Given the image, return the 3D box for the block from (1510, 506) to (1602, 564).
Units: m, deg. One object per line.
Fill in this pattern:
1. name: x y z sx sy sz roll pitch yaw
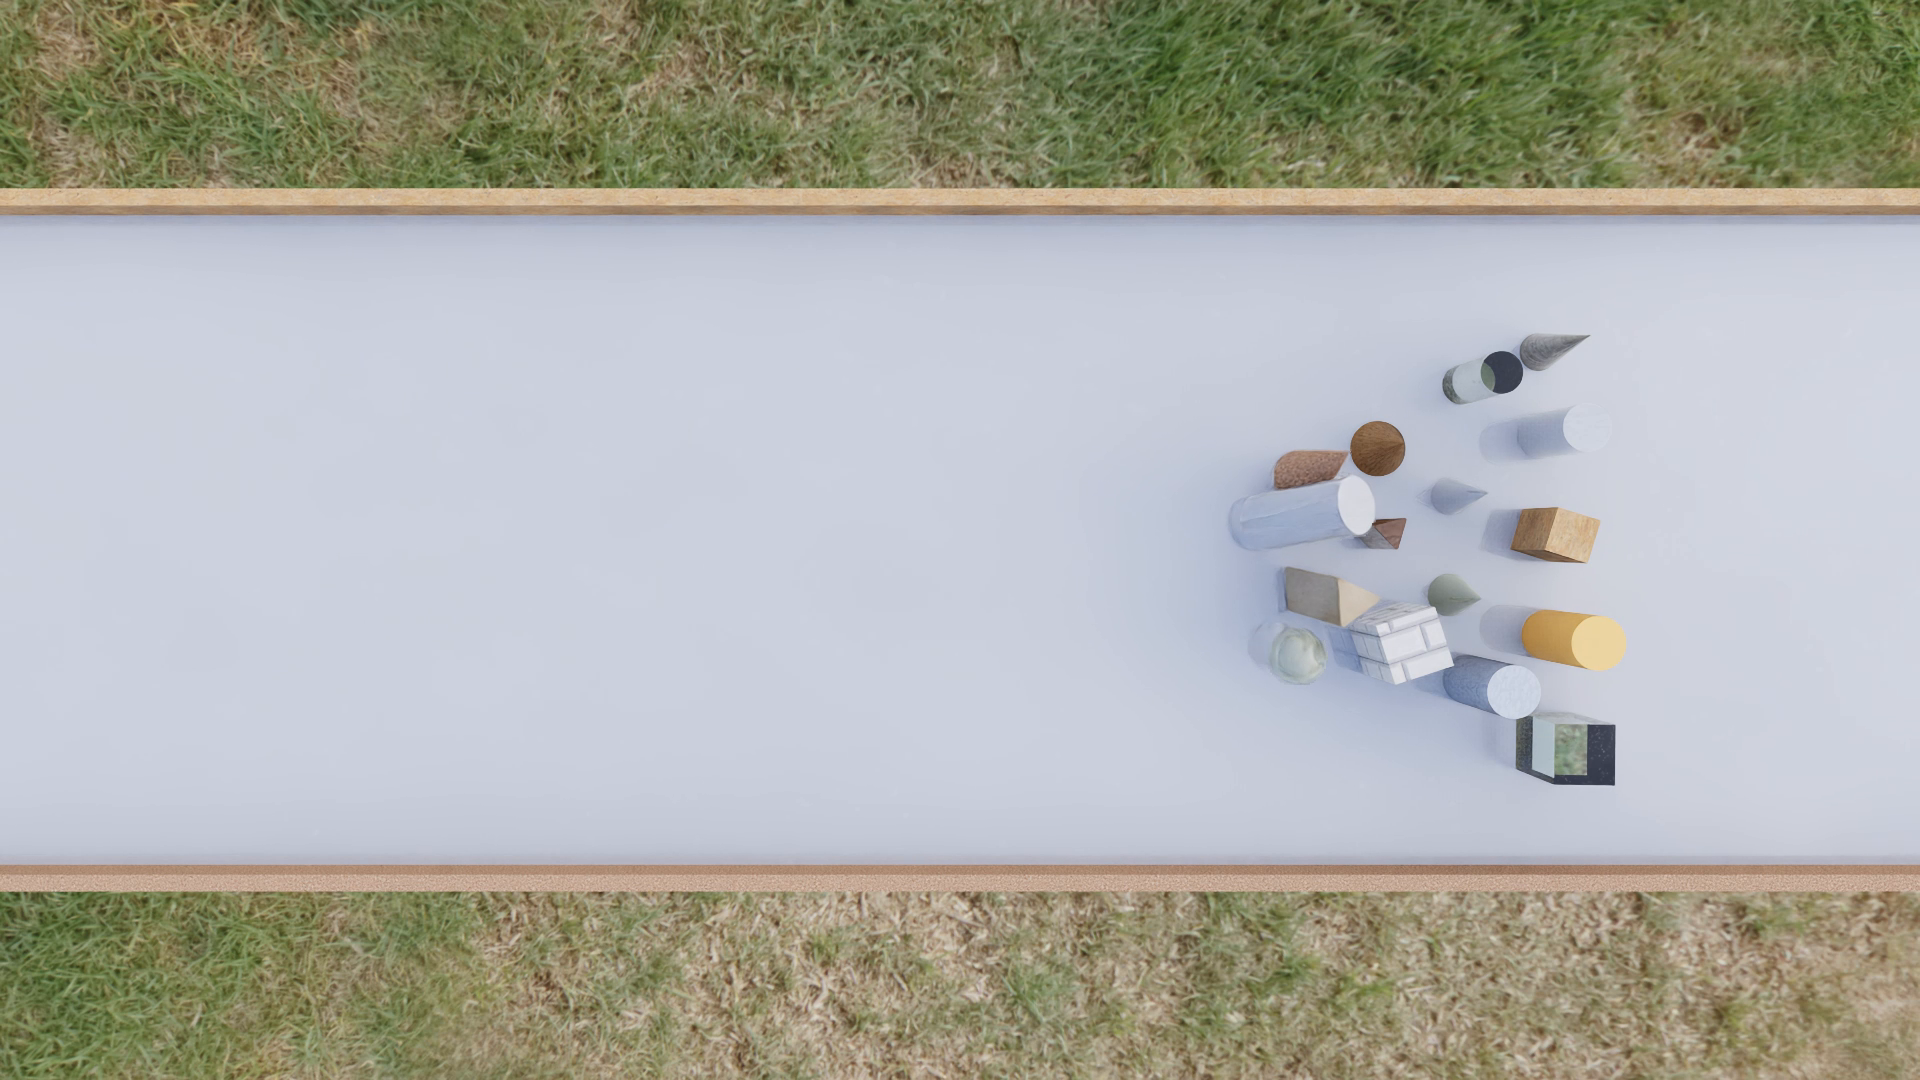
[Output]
1. block: 1.774 -0.014 4.925 0.130 0.303 0.130 18 90 0

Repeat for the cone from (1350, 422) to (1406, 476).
1. cone: 1.286 -0.281 4.926 0.171 0.301 0.171 0 90 0

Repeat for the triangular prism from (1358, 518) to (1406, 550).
1. triangular prism: 1.261 -0.034 4.921 0.081 0.311 0.093 -44 90 0

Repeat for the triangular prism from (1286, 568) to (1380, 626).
1. triangular prism: 1.063 0.143 4.843 0.137 0.444 0.119 -35 97 -5

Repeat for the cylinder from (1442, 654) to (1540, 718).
1. cylinder: 1.561 0.429 4.862 0.152 0.430 0.152 0 90 0

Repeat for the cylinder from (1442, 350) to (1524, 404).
1. cylinder: 1.546 -0.478 4.890 0.123 0.373 0.123 0 90 0

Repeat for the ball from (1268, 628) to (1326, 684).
1. ball: 1.001 0.344 4.902 0.167 0.167 0.167 0 90 0

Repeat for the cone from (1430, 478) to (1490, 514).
1. cone: 1.507 -0.135 4.884 0.115 0.386 0.115 0 90 0

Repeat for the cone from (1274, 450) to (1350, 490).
1. cone: 1.075 -0.220 4.858 0.177 0.409 0.177 1 81 -8

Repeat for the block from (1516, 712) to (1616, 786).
1. block: 1.799 0.618 4.913 0.176 0.328 0.176 1 90 0

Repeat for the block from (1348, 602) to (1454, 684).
1. block: 1.301 0.302 4.896 0.176 0.361 0.176 -18 90 0

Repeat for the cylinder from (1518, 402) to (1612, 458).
1. cylinder: 1.787 -0.321 4.886 0.140 0.381 0.140 0 90 0

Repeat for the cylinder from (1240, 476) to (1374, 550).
1. cylinder: 1.026 -0.077 4.883 0.172 0.362 0.172 8 77 -39

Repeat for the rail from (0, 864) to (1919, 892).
1. rail: -2.247 1.025 5.001 12.000 0.150 0.050 0 90 0

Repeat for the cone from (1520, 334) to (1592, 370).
1. cone: 1.780 -0.578 4.863 0.116 0.426 0.116 0 90 0

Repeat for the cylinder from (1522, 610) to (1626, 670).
1. cylinder: 1.806 0.292 4.869 0.156 0.415 0.156 0 90 0

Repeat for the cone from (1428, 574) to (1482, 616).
1. cone: 1.506 0.169 4.915 0.133 0.322 0.133 0 90 0

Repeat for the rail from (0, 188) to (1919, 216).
1. rail: -2.247 -1.025 5.002 12.000 0.150 0.050 0 90 0
